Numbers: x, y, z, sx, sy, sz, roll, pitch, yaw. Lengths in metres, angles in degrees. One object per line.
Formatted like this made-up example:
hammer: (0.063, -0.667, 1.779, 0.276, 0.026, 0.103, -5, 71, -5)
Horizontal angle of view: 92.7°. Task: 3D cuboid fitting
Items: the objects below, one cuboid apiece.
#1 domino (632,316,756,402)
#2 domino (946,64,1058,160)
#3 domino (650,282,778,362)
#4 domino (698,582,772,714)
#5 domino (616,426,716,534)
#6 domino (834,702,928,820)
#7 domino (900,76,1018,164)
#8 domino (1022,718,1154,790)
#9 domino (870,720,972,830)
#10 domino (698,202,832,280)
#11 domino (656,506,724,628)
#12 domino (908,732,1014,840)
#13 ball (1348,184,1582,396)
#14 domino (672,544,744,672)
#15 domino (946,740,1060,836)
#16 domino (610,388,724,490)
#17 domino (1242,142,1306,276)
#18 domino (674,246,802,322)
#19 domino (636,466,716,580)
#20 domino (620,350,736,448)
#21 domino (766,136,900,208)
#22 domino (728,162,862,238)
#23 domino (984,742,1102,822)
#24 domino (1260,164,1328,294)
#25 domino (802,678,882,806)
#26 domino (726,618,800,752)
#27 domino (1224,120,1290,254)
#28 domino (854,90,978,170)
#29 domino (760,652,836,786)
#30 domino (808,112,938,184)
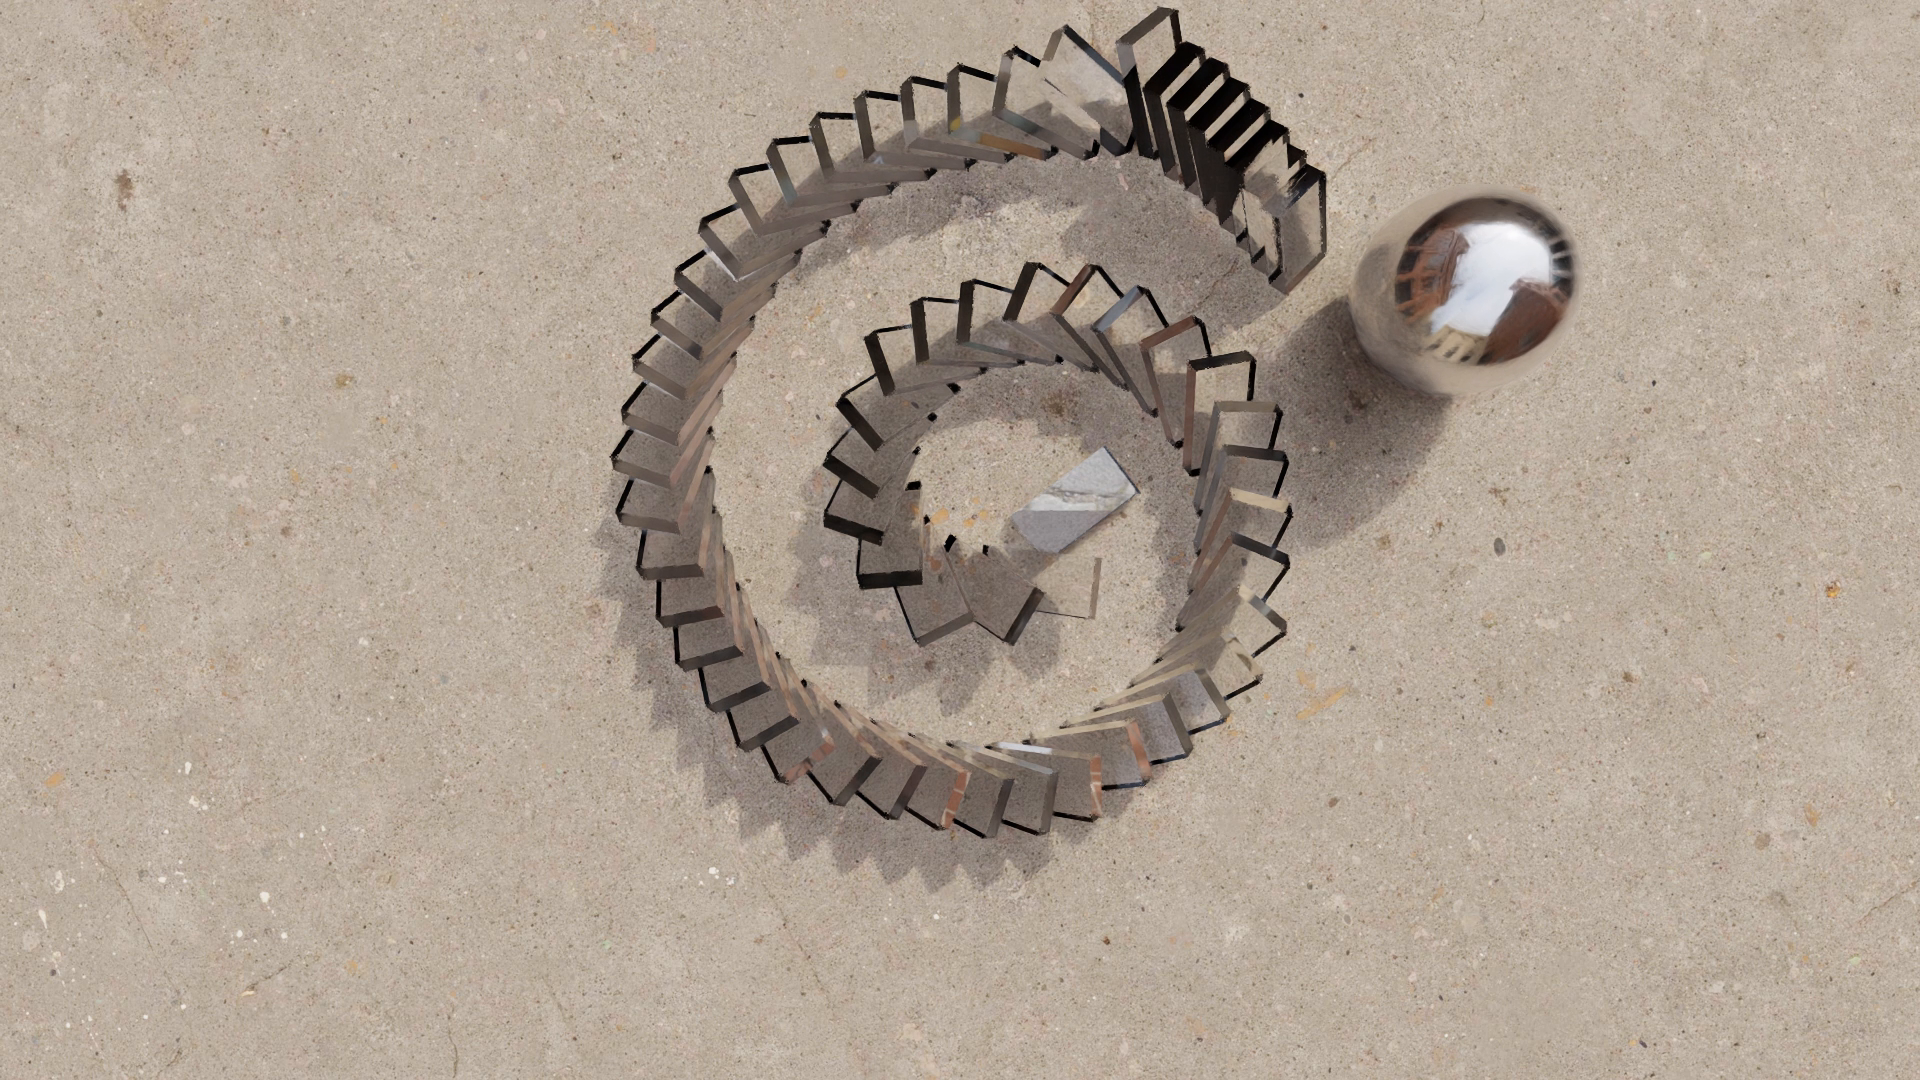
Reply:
domino: (-0.110, -0.082, 0.382, 0.025, 0.009, 0.050, 31, 57, 0)
domino: (0.018, -0.178, 0.382, 0.050, 0.010, 0.025, -1, 90, -33)
domino: (-0.102, -0.099, 0.382, 0.025, 0.009, 0.050, 36, 57, 0)
domino: (-0.097, 0.044, 0.382, 0.025, 0.010, 0.050, -24, 56, 0)
domino: (-0.122, -0.027, 0.382, 0.025, 0.010, 0.050, 9, 56, 0)
domino: (-0.039, 0.091, 0.382, 0.050, 0.009, 0.025, 29, 90, 34)
domino: (0.000, -0.175, 0.382, 0.050, 0.009, 0.025, -6, 90, -33)
domino: (0.052, 0.091, 0.382, 0.050, 0.010, 0.025, -17, 90, 35)
domino: (-0.021, 0.097, 0.382, 0.050, 0.010, 0.025, 22, 90, 34)
domino: (-0.081, -0.130, 0.382, 0.025, 0.010, 0.050, 50, 56, 0)
domino: (-0.112, 0.011, 0.382, 0.025, 0.010, 0.050, -11, 57, 0)
domino: (-0.004, 0.102, 0.382, 0.050, 0.010, 0.025, 18, 90, 34)
ball: (0.196, -0.097, 0.360, 0.080, 0.080, 0.080, 0, 90, 0)
domino: (-0.106, 0.028, 0.382, 0.025, 0.010, 0.050, -16, 57, 0)
domino: (0.015, 0.103, 0.382, 0.050, 0.009, 0.025, 9, 91, 34)
domino: (-0.121, -0.046, 0.382, 0.025, 0.010, 0.050, 19, 56, 1)
domino: (0.130, -0.134, 0.376, 0.025, 0.050, 0.009, -45, 60, 0)
domino: (-0.092, -0.114, 0.382, 0.025, 0.010, 0.050, 40, 57, 0)
domino: (-0.118, -0.008, 0.382, 0.025, 0.009, 0.050, -4, 56, 0)
domino: (-0.116, -0.064, 0.382, 0.025, 0.009, 0.050, 23, 57, 1)
domino: (-0.053, -0.155, 0.382, 0.050, 0.010, 0.025, -22, 89, -34)
domino: (-0.068, -0.145, 0.382, 0.050, 0.010, 0.025, -28, 89, -34)
domino: (0.034, 0.100, 0.382, 0.050, 0.010, 0.025, -1, 90, 35)
domino: (0.138, -0.126, 0.376, 0.025, 0.050, 0.009, -45, 60, 0)
domino: (-0.057, 0.084, 0.382, 0.025, 0.010, 0.050, -50, 55, 0)
domino: (-0.087, 0.060, 0.382, 0.025, 0.010, 0.050, -30, 56, 0)
domino: (0.124, -0.143, 0.376, 0.025, 0.050, 0.010, -45, 60, 0)
domino: (-0.018, -0.170, 0.382, 0.050, 0.009, 0.025, -10, 90, -33)
domino: (-0.074, 0.074, 0.382, 0.025, 0.010, 0.050, -38, 56, 0)
domino: (-0.036, -0.163, 0.382, 0.050, 0.010, 0.025, -16, 89, -33)
